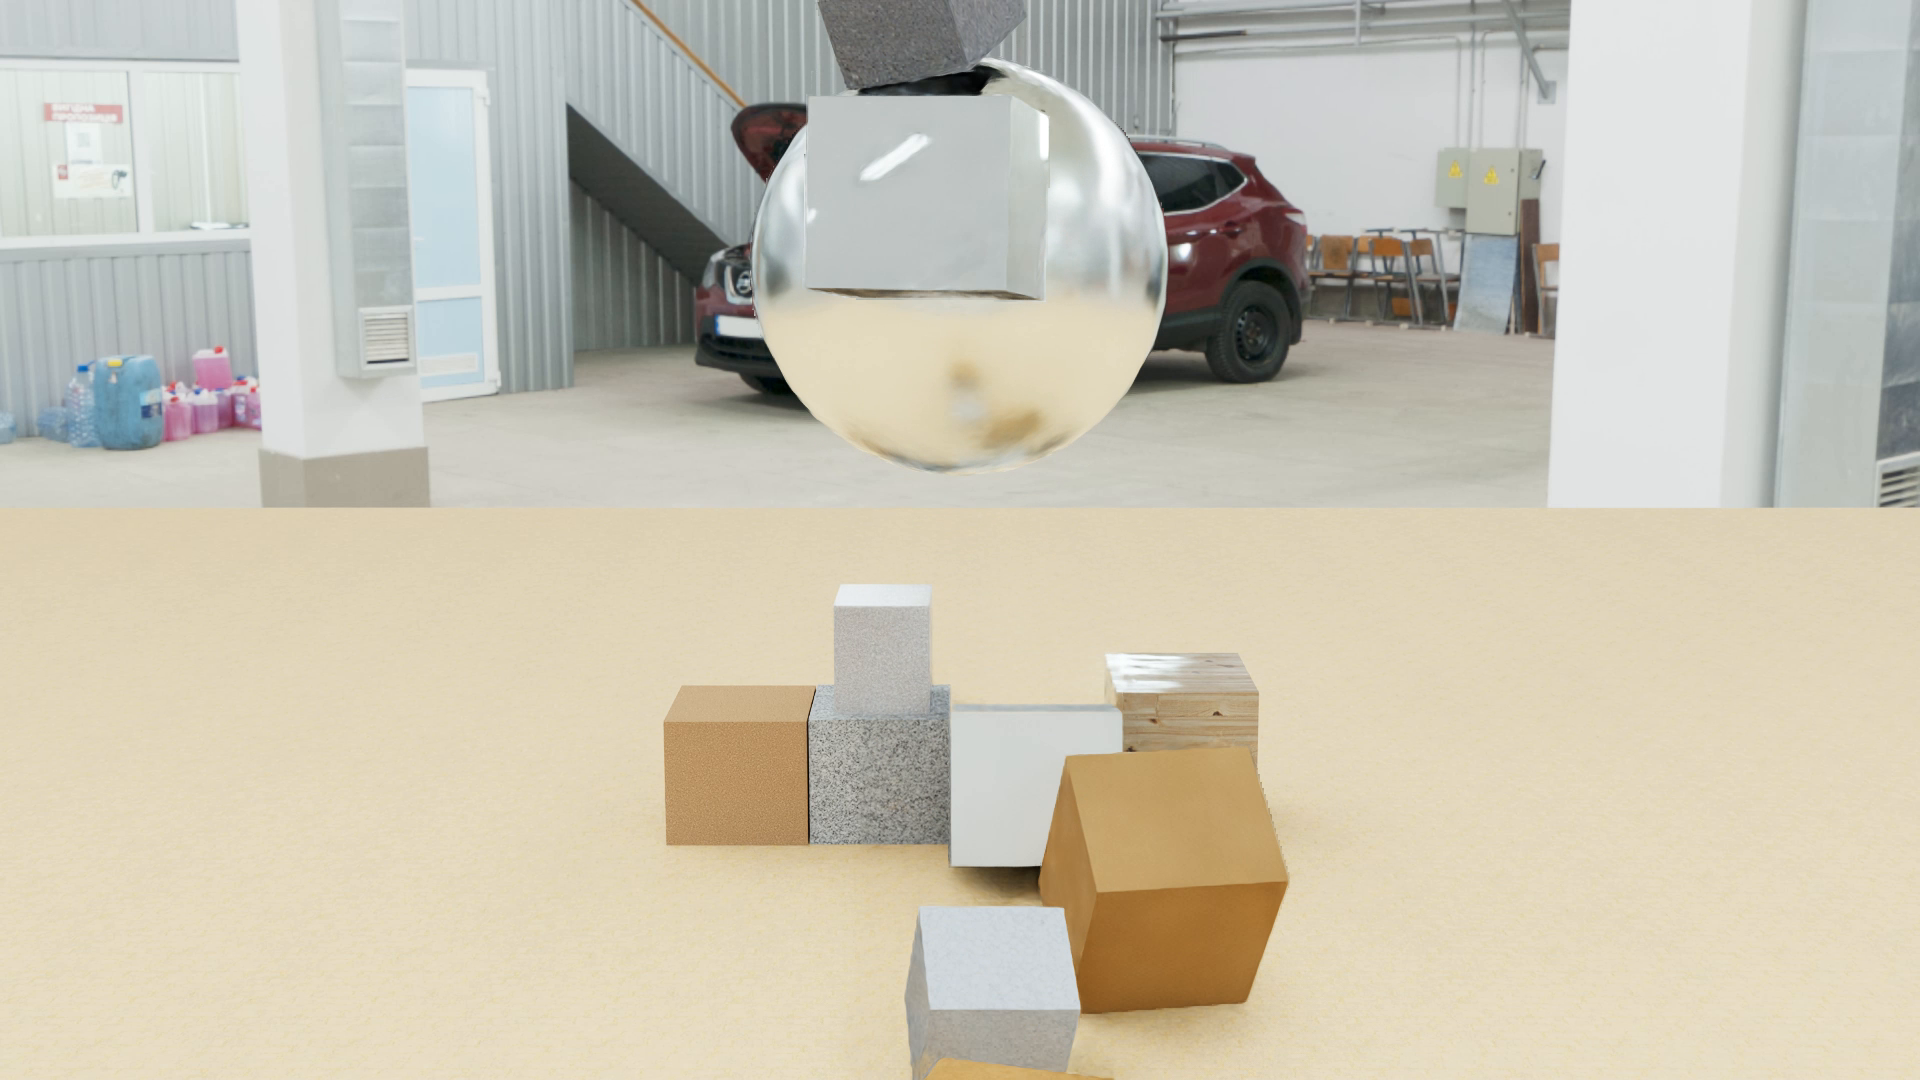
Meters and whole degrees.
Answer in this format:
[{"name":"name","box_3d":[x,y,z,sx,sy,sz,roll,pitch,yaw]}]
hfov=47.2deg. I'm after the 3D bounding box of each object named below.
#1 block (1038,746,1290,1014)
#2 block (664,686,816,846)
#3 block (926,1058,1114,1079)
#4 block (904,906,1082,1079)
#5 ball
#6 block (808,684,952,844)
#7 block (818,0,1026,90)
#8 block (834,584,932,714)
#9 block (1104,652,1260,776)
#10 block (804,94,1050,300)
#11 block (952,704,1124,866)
[{"name":"block","box_3d":[0.801,1.385,8.929,0.758,0.851,0.668,-2,46,-10]},{"name":"block","box_3d":[-1.124,1.157,11.400,0.714,0.644,0.744,0,10,0]},{"name":"block","box_3d":[0.141,2.033,6.768,0.623,0.578,0.668,3,11,17]},{"name":"block","box_3d":[0.110,1.714,8.151,0.544,0.512,0.481,2,39,-9]},{"name":"ball","box_3d":[0.000,-1.045,8.450,1.600,1.600,1.600,0,10,0]},{"name":"block","box_3d":[-0.402,1.154,11.402,0.711,0.650,0.721,0,10,0]},{"name":"block","box_3d":[-0.145,-1.989,8.047,0.515,0.440,0.544,-2,31,29]},{"name":"block","box_3d":[-0.388,0.557,11.301,0.480,0.562,0.534,0,10,1]},{"name":"block","box_3d":[1.128,1.077,11.379,0.707,0.810,0.856,0,10,0]},{"name":"block","box_3d":[-0.097,-1.094,7.099,0.653,0.597,0.556,2,4,14]},{"name":"block","box_3d":[0.361,1.173,10.667,0.801,0.714,0.847,0,-2,0]}]
